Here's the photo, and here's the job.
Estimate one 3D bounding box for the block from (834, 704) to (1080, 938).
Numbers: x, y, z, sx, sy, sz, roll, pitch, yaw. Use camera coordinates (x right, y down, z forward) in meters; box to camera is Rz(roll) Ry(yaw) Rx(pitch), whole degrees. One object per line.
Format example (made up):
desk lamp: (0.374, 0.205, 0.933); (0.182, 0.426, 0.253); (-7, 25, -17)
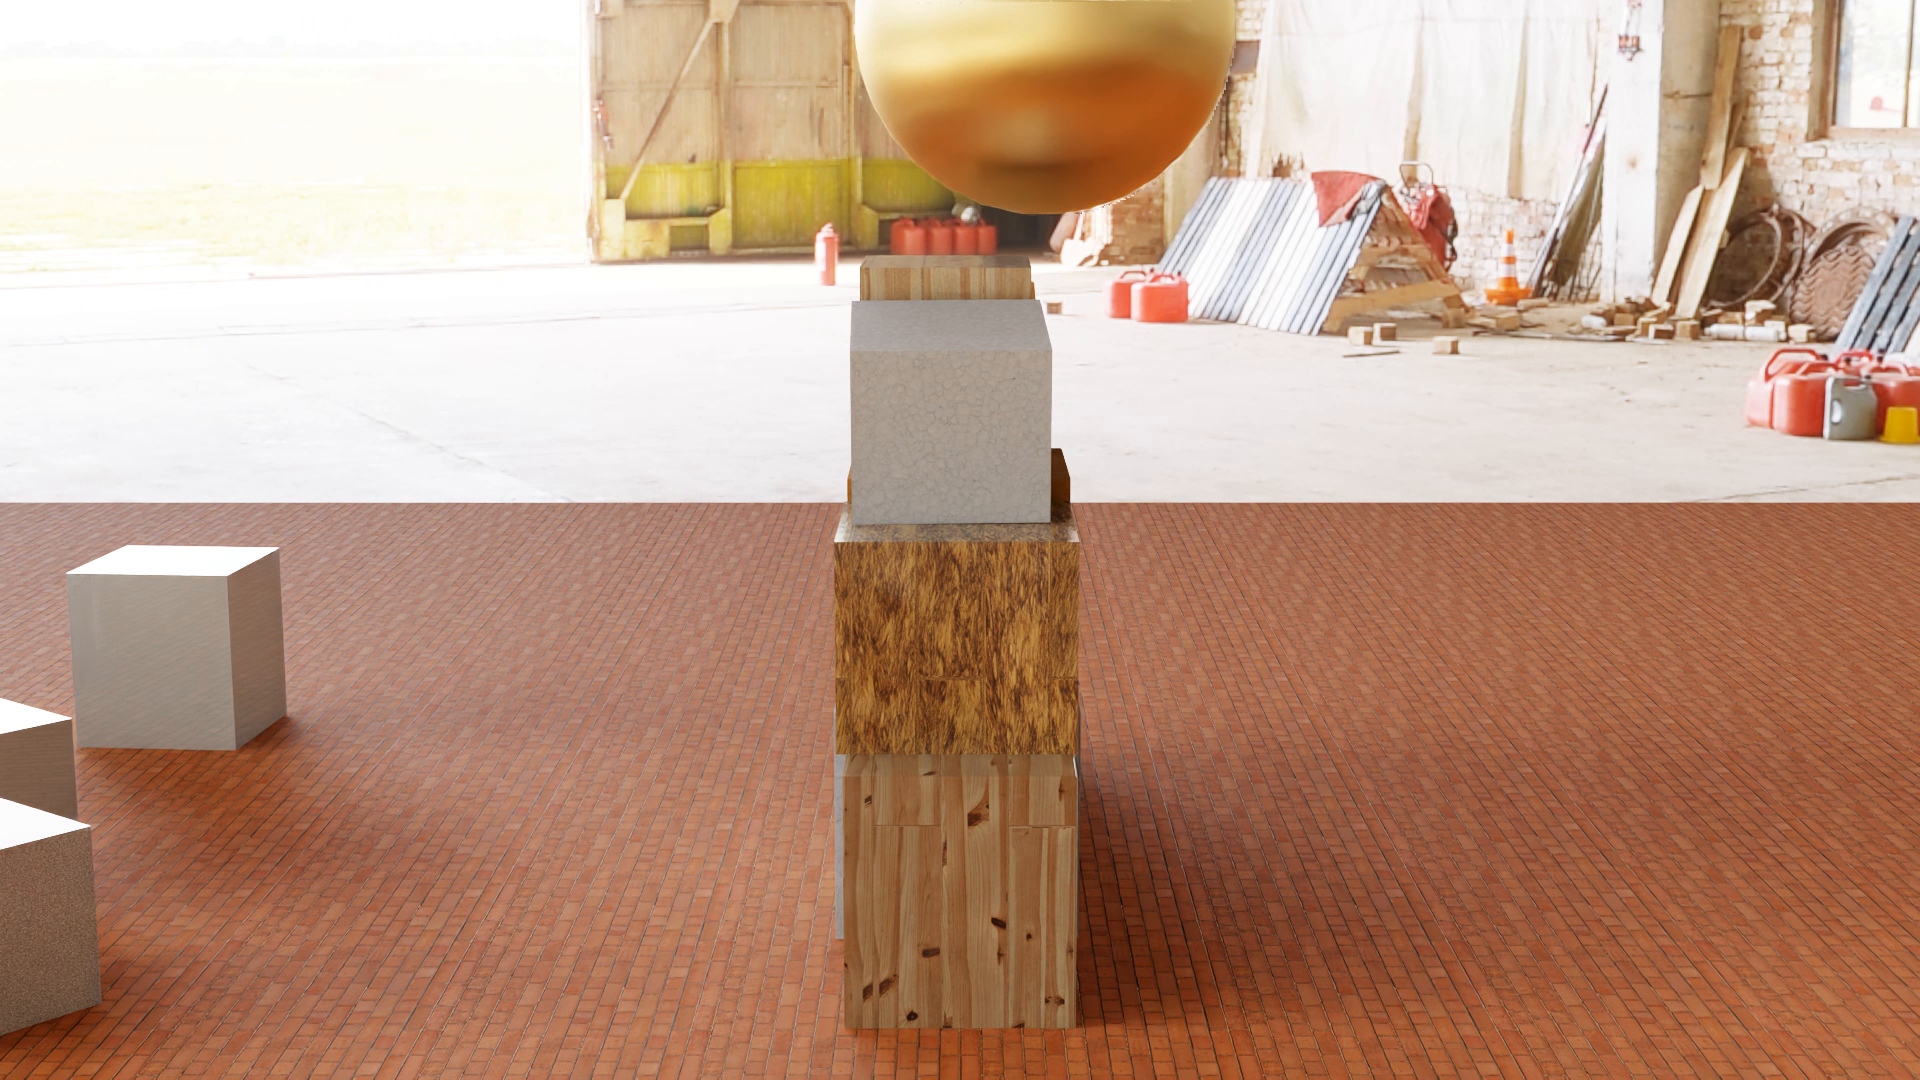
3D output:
block: (-0.013, 1.078, 10.968); (1.000, 0.956, 1.026); (0, 10, 0)

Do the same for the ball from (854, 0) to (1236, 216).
ball: (0.354, -2.173, 10.785); (1.600, 1.600, 1.600); (0, 10, 0)

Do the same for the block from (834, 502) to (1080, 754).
block: (-0.013, 0.326, 10.074); (0.913, 0.816, 0.918); (0, 10, 0)

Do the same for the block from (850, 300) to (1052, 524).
block: (-0.046, -0.520, 10.182); (0.768, 0.692, 0.783); (-1, 19, -2)

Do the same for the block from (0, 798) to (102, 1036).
block: (-3.797, 1.445, 9.651); (0.675, 0.703, 0.801); (8, 13, 37)

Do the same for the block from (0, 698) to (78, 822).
block: (-4.337, 1.142, 11.154); (0.794, 0.762, 0.618); (8, 13, 39)

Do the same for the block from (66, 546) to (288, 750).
block: (-4.201, 0.568, 13.821); (0.859, 0.937, 0.796); (1, 10, 5)

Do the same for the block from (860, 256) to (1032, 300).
block: (-0.059, -0.772, 10.990); (0.709, 0.839, 0.721); (0, 10, 0)

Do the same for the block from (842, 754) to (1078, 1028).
block: (0.001, 1.254, 9.960); (0.862, 0.969, 0.990); (0, 10, 0)

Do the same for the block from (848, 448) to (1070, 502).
block: (-0.006, 0.125, 10.968); (0.911, 0.919, 0.880); (0, 10, 0)

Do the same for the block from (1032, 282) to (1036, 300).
block: (0.003, -0.696, 11.845); (0.690, 0.812, 0.801); (0, 21, 0)
